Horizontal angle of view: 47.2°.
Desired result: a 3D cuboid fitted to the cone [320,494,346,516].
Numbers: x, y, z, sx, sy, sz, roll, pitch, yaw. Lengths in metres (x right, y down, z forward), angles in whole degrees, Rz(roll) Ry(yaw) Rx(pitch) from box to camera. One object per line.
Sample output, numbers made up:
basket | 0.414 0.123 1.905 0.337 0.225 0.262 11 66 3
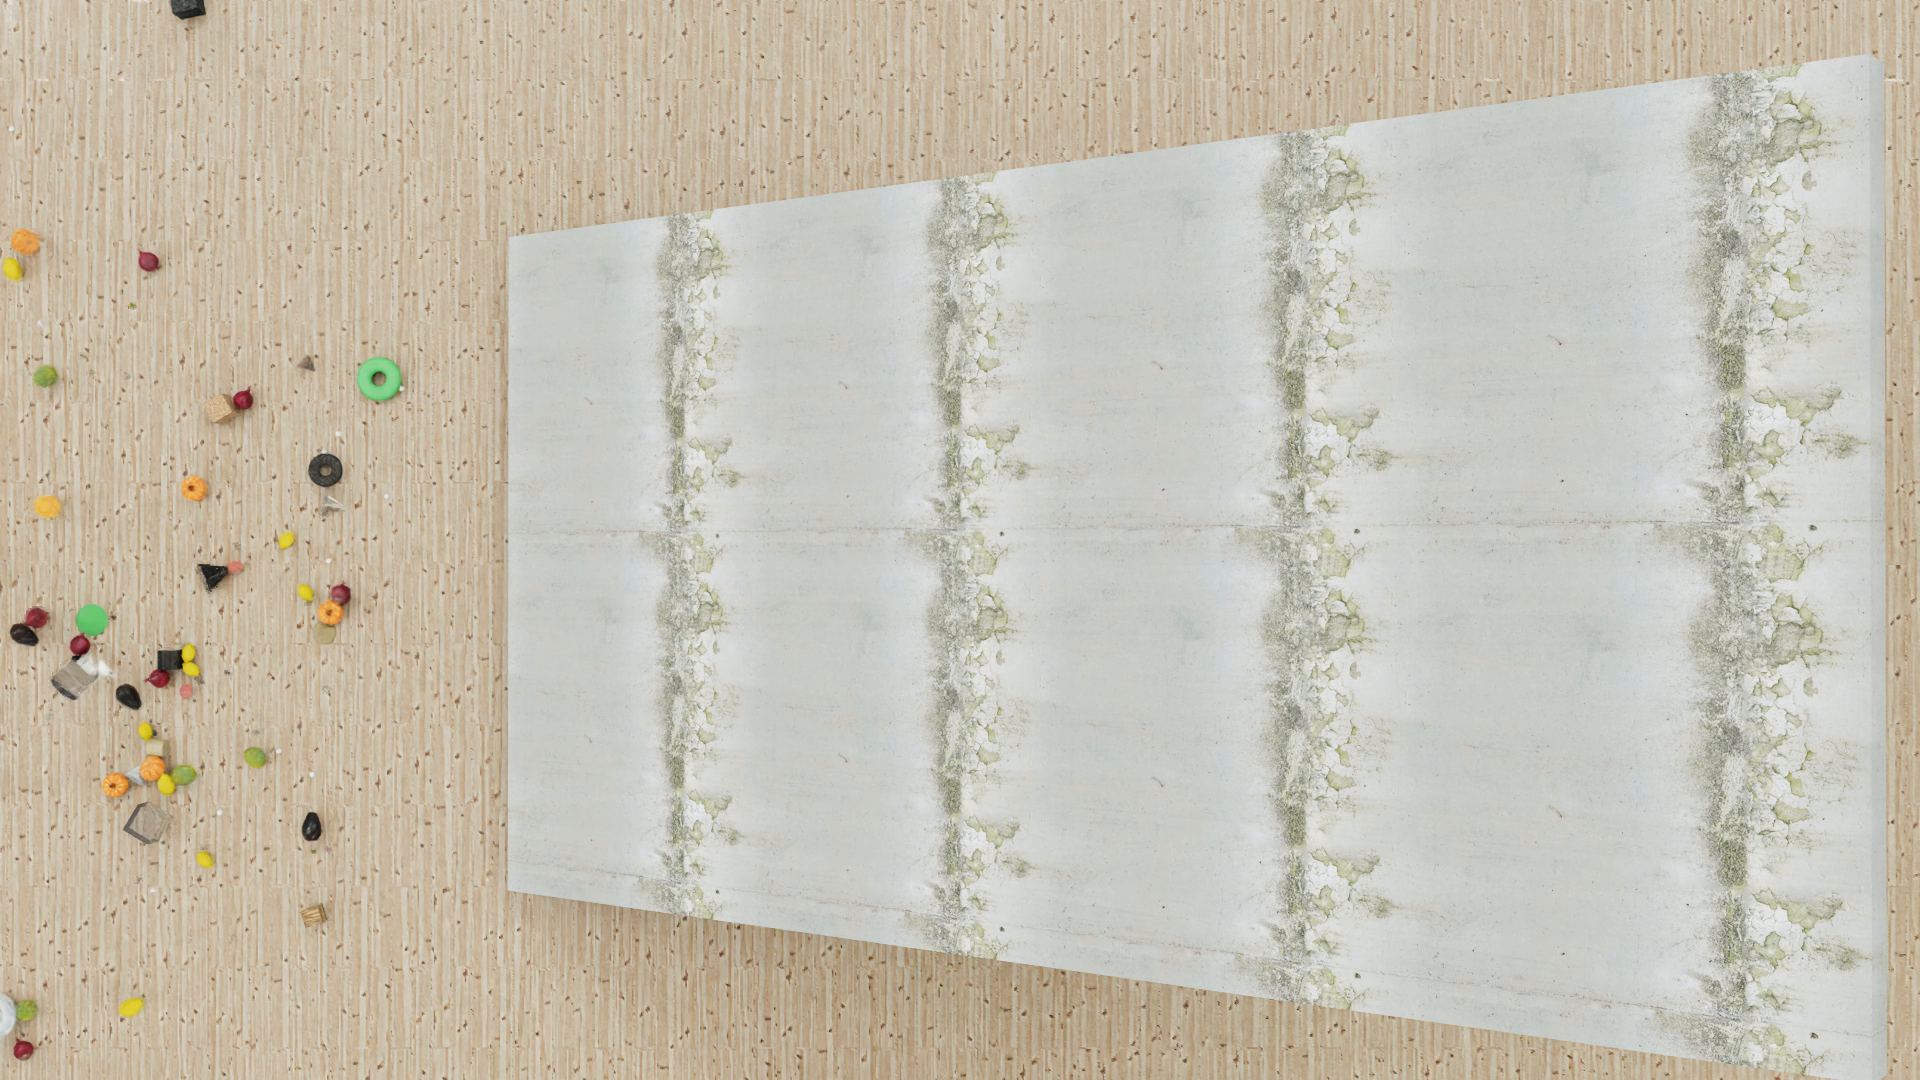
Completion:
cone | -1.930 -0.102 6.796 0.072 0.072 0.072 11 90 -27

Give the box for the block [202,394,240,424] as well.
block | -2.279 -0.405 6.781 0.067 0.067 0.067 -31 90 0

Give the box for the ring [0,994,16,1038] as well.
ring | -2.964 1.467 6.761 0.140 0.047 0.140 -5 75 19

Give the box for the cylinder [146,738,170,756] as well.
cylinder | -2.475 0.640 6.781 0.053 0.053 0.053 4 90 0

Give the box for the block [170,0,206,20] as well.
block | -2.385 -1.662 6.784 0.079 0.079 0.079 -12 90 0

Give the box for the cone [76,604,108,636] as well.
cone | -2.689 0.248 6.760 0.099 0.099 0.099 0 90 0

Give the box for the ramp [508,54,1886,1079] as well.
ramp | 0.223 0.063 5.540 4.000 0.100 2.000 0 90 38

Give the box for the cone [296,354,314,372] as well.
cone | -2.015 -0.537 6.804 0.052 0.052 0.052 -47 117 0

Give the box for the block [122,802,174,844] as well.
block | -2.496 0.870 6.761 0.091 0.091 0.091 31 90 0

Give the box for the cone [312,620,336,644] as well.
cone | -1.968 0.286 6.773 0.074 0.074 0.074 0 90 0

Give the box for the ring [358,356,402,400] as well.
ring | -1.794 -0.498 6.793 0.136 0.045 0.136 0 90 -1

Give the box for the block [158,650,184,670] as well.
block | -2.434 0.369 6.780 0.059 0.059 0.059 -2 90 0

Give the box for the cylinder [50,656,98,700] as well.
cylinder | -2.721 0.424 6.760 0.098 0.098 0.098 43 90 0

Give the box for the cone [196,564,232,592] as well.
cone | -2.290 0.102 6.790 0.097 0.097 0.097 -22 90 -27

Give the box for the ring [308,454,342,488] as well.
ring | -1.961 -0.216 6.796 0.105 0.035 0.105 0 89 -1

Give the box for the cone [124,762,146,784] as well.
cone | -2.534 0.713 6.793 0.063 0.063 0.063 28 63 0

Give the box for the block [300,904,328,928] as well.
block | -1.991 1.158 6.777 0.055 0.055 0.055 -18 90 0
